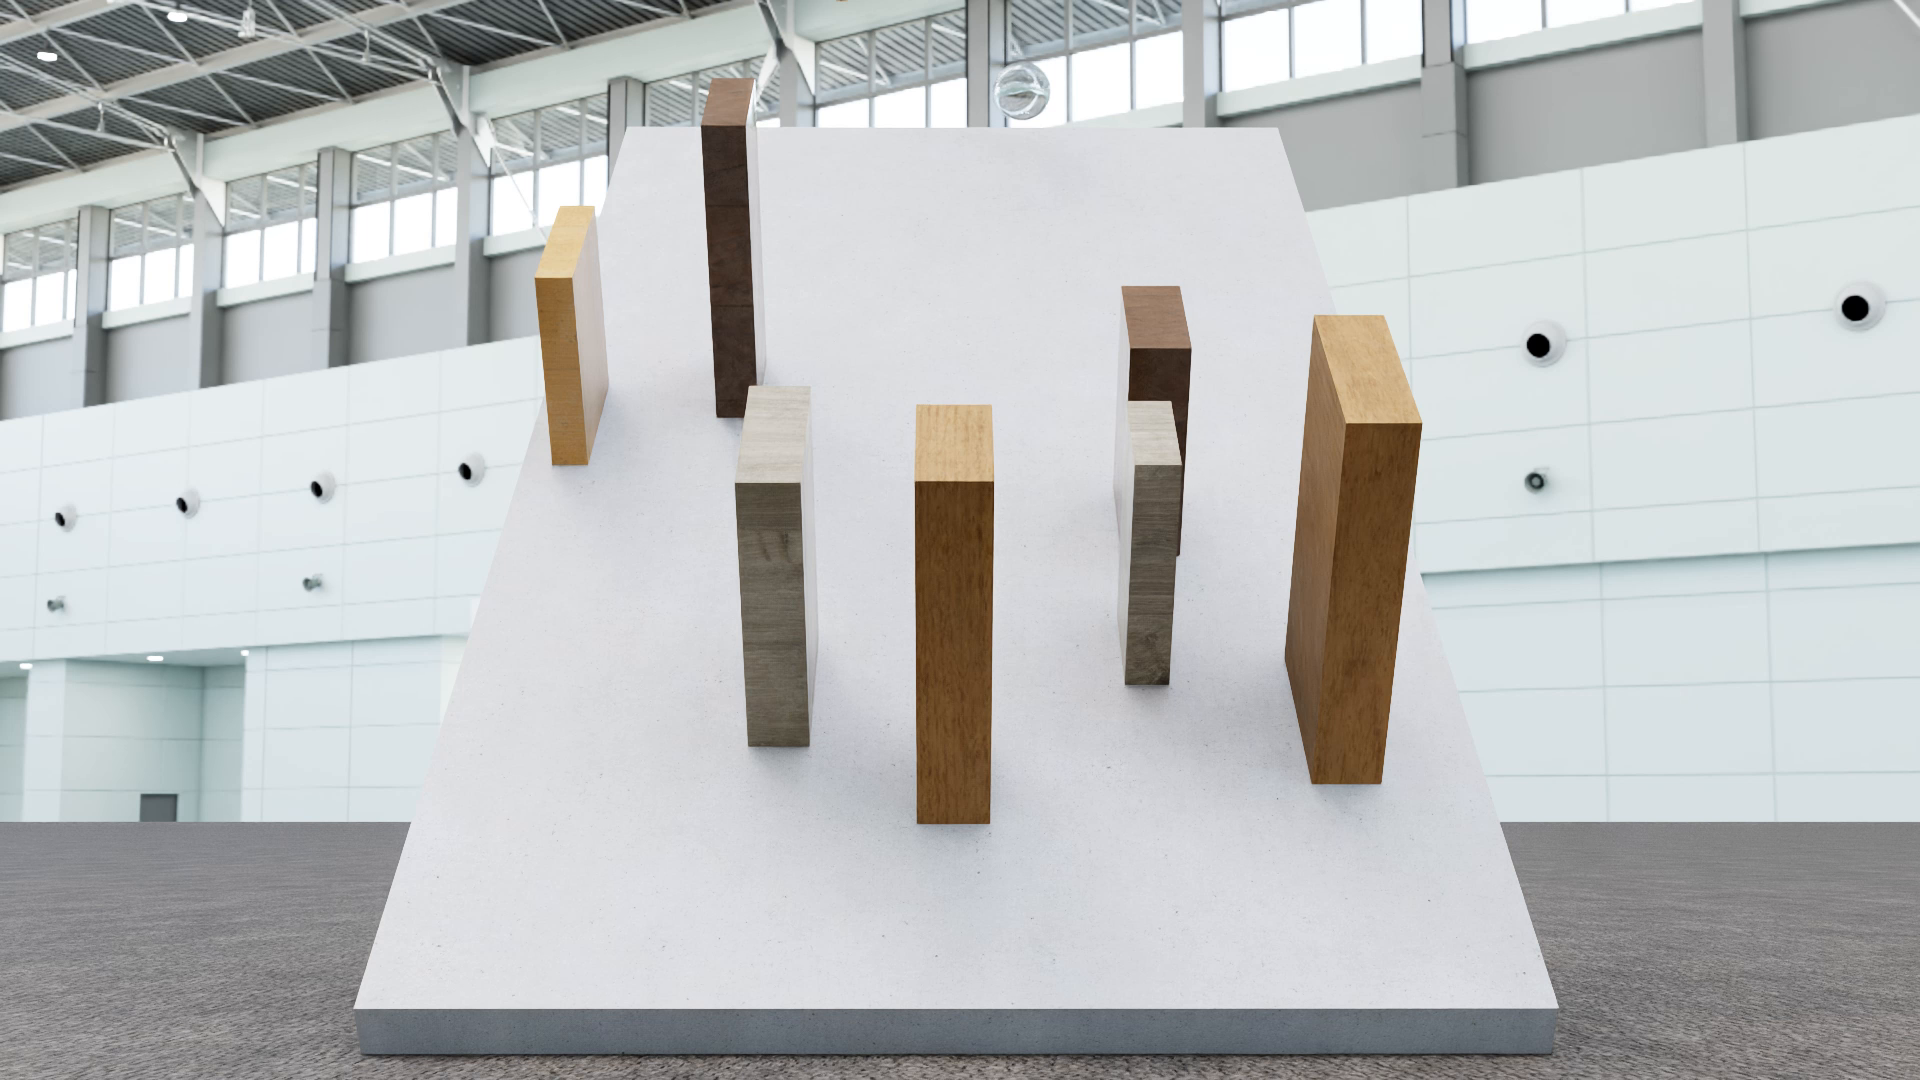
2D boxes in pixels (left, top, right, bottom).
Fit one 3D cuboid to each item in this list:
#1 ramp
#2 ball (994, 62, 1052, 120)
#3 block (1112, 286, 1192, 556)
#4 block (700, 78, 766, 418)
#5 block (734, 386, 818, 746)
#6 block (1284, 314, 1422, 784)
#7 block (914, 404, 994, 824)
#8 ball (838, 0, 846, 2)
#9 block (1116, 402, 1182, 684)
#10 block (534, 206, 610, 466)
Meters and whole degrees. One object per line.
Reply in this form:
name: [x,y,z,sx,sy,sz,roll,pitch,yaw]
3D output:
ramp: [-0.014,-0.203,5.771,2.000,0.100,4.000,0,31,0]
ball: [0.187,-1.347,7.285,0.173,0.173,0.173,0,-6,0]
block: [0.414,-0.259,5.280,0.128,0.502,0.307,0,31,0]
block: [-0.533,-0.690,5.763,0.101,0.741,0.305,0,31,0]
block: [-0.348,0.050,4.677,0.119,0.582,0.380,0,31,0]
block: [0.727,0.019,4.554,0.132,0.769,0.431,0,31,0]
block: [-0.011,0.140,4.392,0.135,0.722,0.279,0,31,0]
ball: [-0.343,-1.625,7.053,0.117,0.117,0.117,0,-6,0]
block: [0.374,0.007,4.832,0.089,0.502,0.261,0,31,0]
block: [-0.902,-0.481,5.671,0.083,0.475,0.407,0,31,0]
